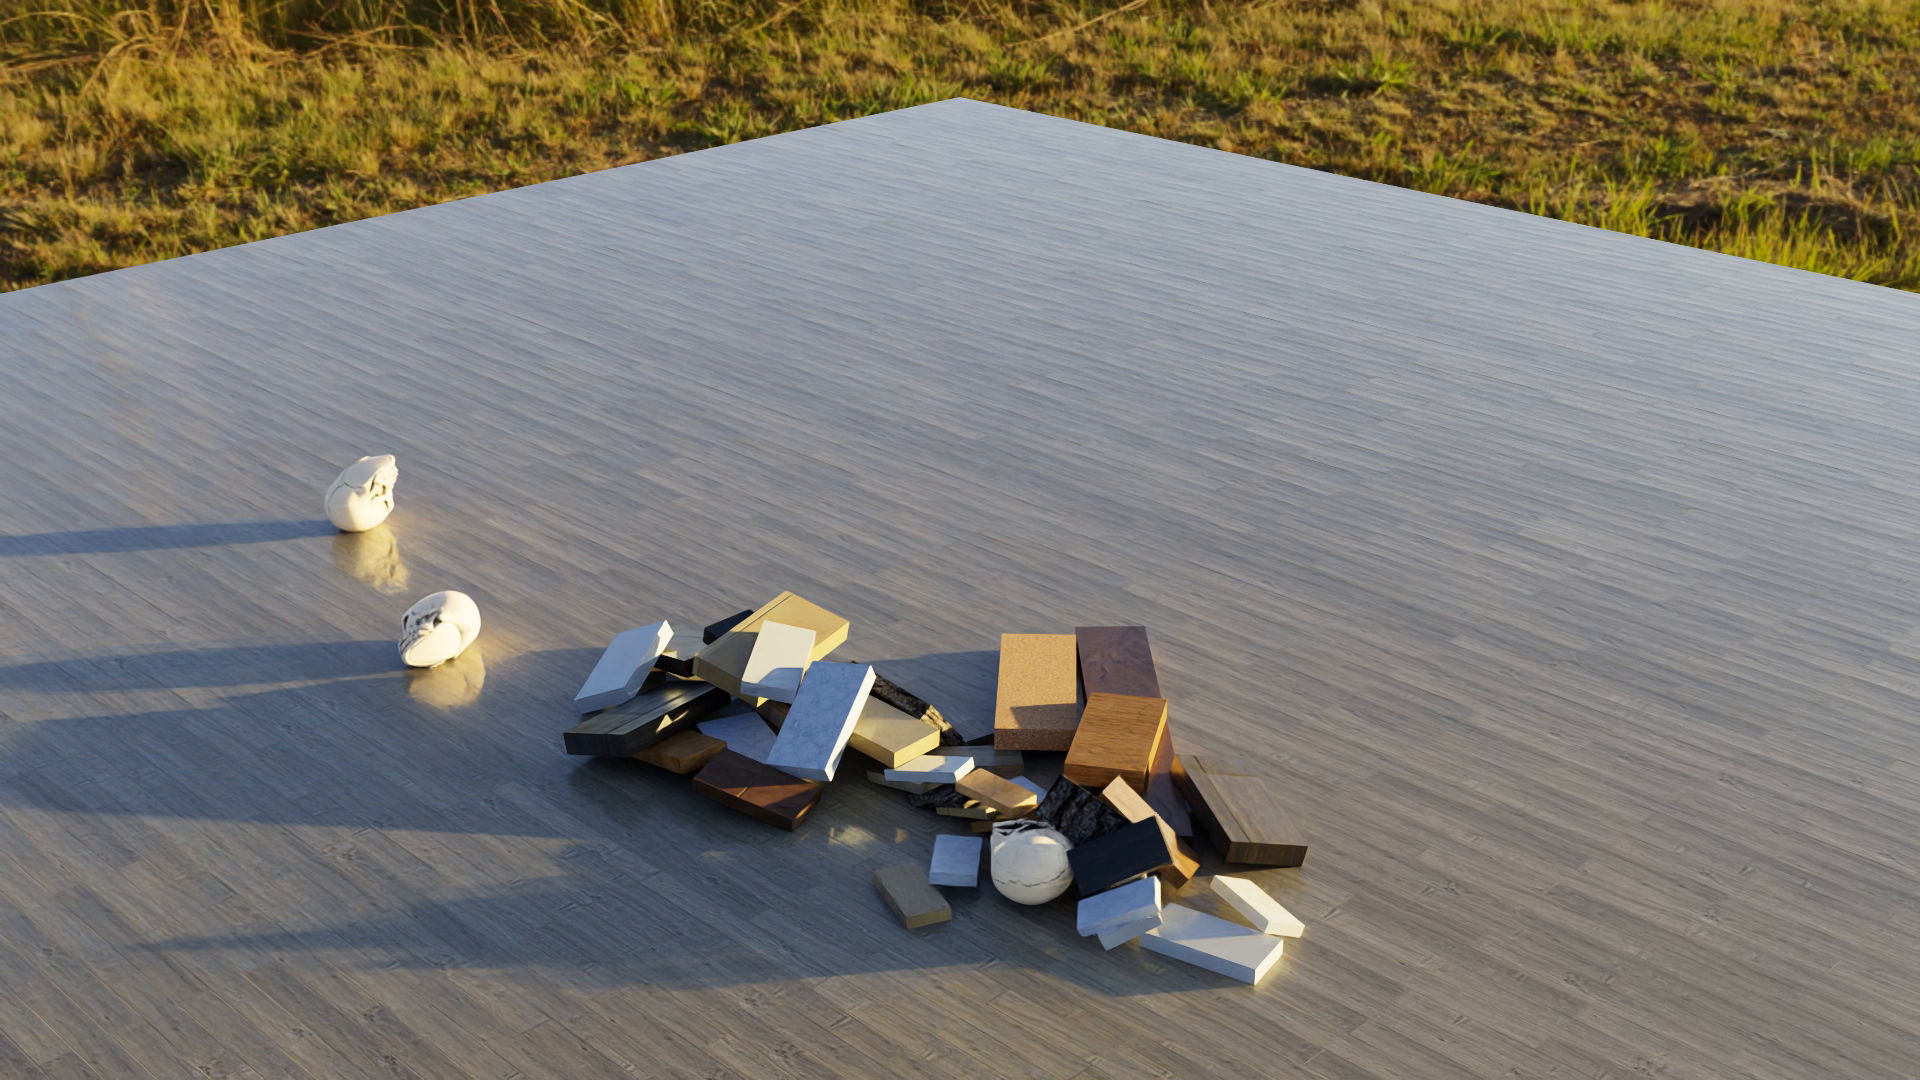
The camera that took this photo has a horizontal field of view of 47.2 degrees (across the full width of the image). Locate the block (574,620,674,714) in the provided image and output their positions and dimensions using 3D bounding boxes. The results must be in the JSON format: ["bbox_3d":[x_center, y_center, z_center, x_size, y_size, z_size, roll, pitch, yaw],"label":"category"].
[{"bbox_3d":[-0.752,0.283,4.933,0.134,0.038,0.268,-15,26,23],"label":"block"}]

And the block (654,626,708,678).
[{"bbox_3d":[-0.635,0.253,5.028,0.142,0.040,0.284,-19,17,-33],"label":"block"}]

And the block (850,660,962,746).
[{"bbox_3d":[-0.125,0.358,4.748,0.276,0.138,0.039,26,73,46],"label":"block"}]

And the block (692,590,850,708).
[{"bbox_3d":[-0.412,0.234,4.817,0.172,0.049,0.345,25,34,21],"label":"block"}]

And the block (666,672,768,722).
[{"bbox_3d":[-0.512,0.334,4.923,0.284,0.040,0.142,21,31,40],"label":"block"}]

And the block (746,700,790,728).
[{"bbox_3d":[-0.370,0.348,4.808,0.284,0.040,0.142,33,38,32],"label":"block"}]

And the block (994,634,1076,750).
[{"bbox_3d":[0.171,0.332,4.883,0.172,0.049,0.521,1,20,3],"label":"block"}]

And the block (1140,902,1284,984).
[{"bbox_3d":[0.456,0.731,3.995,0.230,0.033,0.115,14,27,30],"label":"block"}]

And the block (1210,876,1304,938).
[{"bbox_3d":[0.551,0.680,4.084,0.089,0.025,0.177,13,13,-33],"label":"block"}]

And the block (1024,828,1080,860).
[{"bbox_3d":[0.200,0.578,4.271,0.146,0.021,0.073,-16,27,34],"label":"block"}]

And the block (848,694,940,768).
[{"bbox_3d":[-0.187,0.389,4.609,0.268,0.038,0.134,23,32,37],"label":"block"}]

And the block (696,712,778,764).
[{"bbox_3d":[-0.448,0.450,4.649,0.138,0.039,0.276,-10,25,-23],"label":"block"}]

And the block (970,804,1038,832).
[{"bbox_3d":[0.096,0.550,4.351,0.074,0.021,0.148,-23,5,-42],"label":"block"}]

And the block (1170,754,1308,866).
[{"bbox_3d":[0.551,0.535,4.377,0.164,0.046,0.328,6,23,-18],"label":"block"}]

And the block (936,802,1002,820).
[{"bbox_3d":[0.028,0.533,4.421,0.074,0.021,0.148,-22,14,-41],"label":"block"}]

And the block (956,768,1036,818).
[{"bbox_3d":[0.071,0.500,4.358,0.149,0.021,0.074,21,31,37],"label":"block"}]

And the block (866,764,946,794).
[{"bbox_3d":[-0.107,0.487,4.541,0.082,0.023,0.164,-21,19,-39],"label":"block"}]

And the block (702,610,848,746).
[{"bbox_3d":[-0.362,0.298,4.815,0.455,0.038,0.134,33,38,32],"label":"block"}]

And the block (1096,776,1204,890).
[{"bbox_3d":[0.358,0.559,4.205,0.230,0.033,0.115,45,21,7],"label":"block"}]

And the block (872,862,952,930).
[{"bbox_3d":[-0.092,0.670,4.150,0.089,0.025,0.177,-9,25,-21],"label":"block"}]

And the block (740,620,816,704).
[{"bbox_3d":[-0.388,0.260,4.707,0.117,0.033,0.233,12,32,1],"label":"block"}]

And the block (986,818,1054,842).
[{"bbox_3d":[0.126,0.564,4.324,0.073,0.021,0.146,-23,5,-41],"label":"block"}]

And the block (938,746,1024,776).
[{"bbox_3d":[0.042,0.465,4.632,0.177,0.025,0.089,-1,23,-3],"label":"block"}]

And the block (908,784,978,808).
[{"bbox_3d":[-0.018,0.515,4.447,0.082,0.023,0.164,-21,11,-40],"label":"block"}]

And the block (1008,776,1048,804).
[{"bbox_3d":[0.142,0.531,4.481,0.078,0.022,0.156,-16,28,-33],"label":"block"}]

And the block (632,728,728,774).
[{"bbox_3d":[-0.601,0.437,4.627,0.117,0.033,0.233,-19,18,-36],"label":"block"}]

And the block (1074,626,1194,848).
[{"bbox_3d":[0.363,0.412,4.731,0.164,0.046,0.960,0,23,-1],"label":"block"}]

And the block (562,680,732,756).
[{"bbox_3d":[-0.668,0.381,4.719,0.172,0.049,0.345,-2,14,34],"label":"block"}]

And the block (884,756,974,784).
[{"bbox_3d":[-0.063,0.468,4.495,0.164,0.023,0.082,-1,17,28],"label":"block"}]

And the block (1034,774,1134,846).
[{"bbox_3d":[0.240,0.529,4.147,0.181,0.090,0.026,33,-4,15],"label":"block"}]

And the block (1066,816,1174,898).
[{"bbox_3d":[0.297,0.589,4.087,0.181,0.090,0.026,-24,-23,10],"label":"block"}]

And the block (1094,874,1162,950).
[{"bbox_3d":[0.287,0.624,4.164,0.115,0.033,0.397,-27,26,6],"label":"block"}]

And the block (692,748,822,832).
[{"bbox_3d":[-0.411,0.505,4.458,0.233,0.033,0.117,20,37,19],"label":"block"}]

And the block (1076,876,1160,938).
[{"bbox_3d":[0.290,0.669,4.015,0.156,0.022,0.078,-21,27,17],"label":"block"}]

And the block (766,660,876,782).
[{"bbox_3d":[-0.288,0.373,4.567,0.138,0.039,0.276,3,48,24],"label":"block"}]

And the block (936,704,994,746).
[{"bbox_3d":[0.001,0.407,4.773,0.078,0.022,0.156,-15,27,-31],"label":"block"}]

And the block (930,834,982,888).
[{"bbox_3d":[-0.007,0.618,4.237,0.090,0.026,0.181,4,15,3],"label":"block"}]

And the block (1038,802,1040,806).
[{"bbox_3d":[0.233,0.521,4.271,0.146,0.021,0.073,0,-4,34],"label":"block"}]

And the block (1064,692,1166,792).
[{"bbox_3d":[0.328,0.418,4.597,0.164,0.046,0.328,5,24,12],"label":"block"}]
